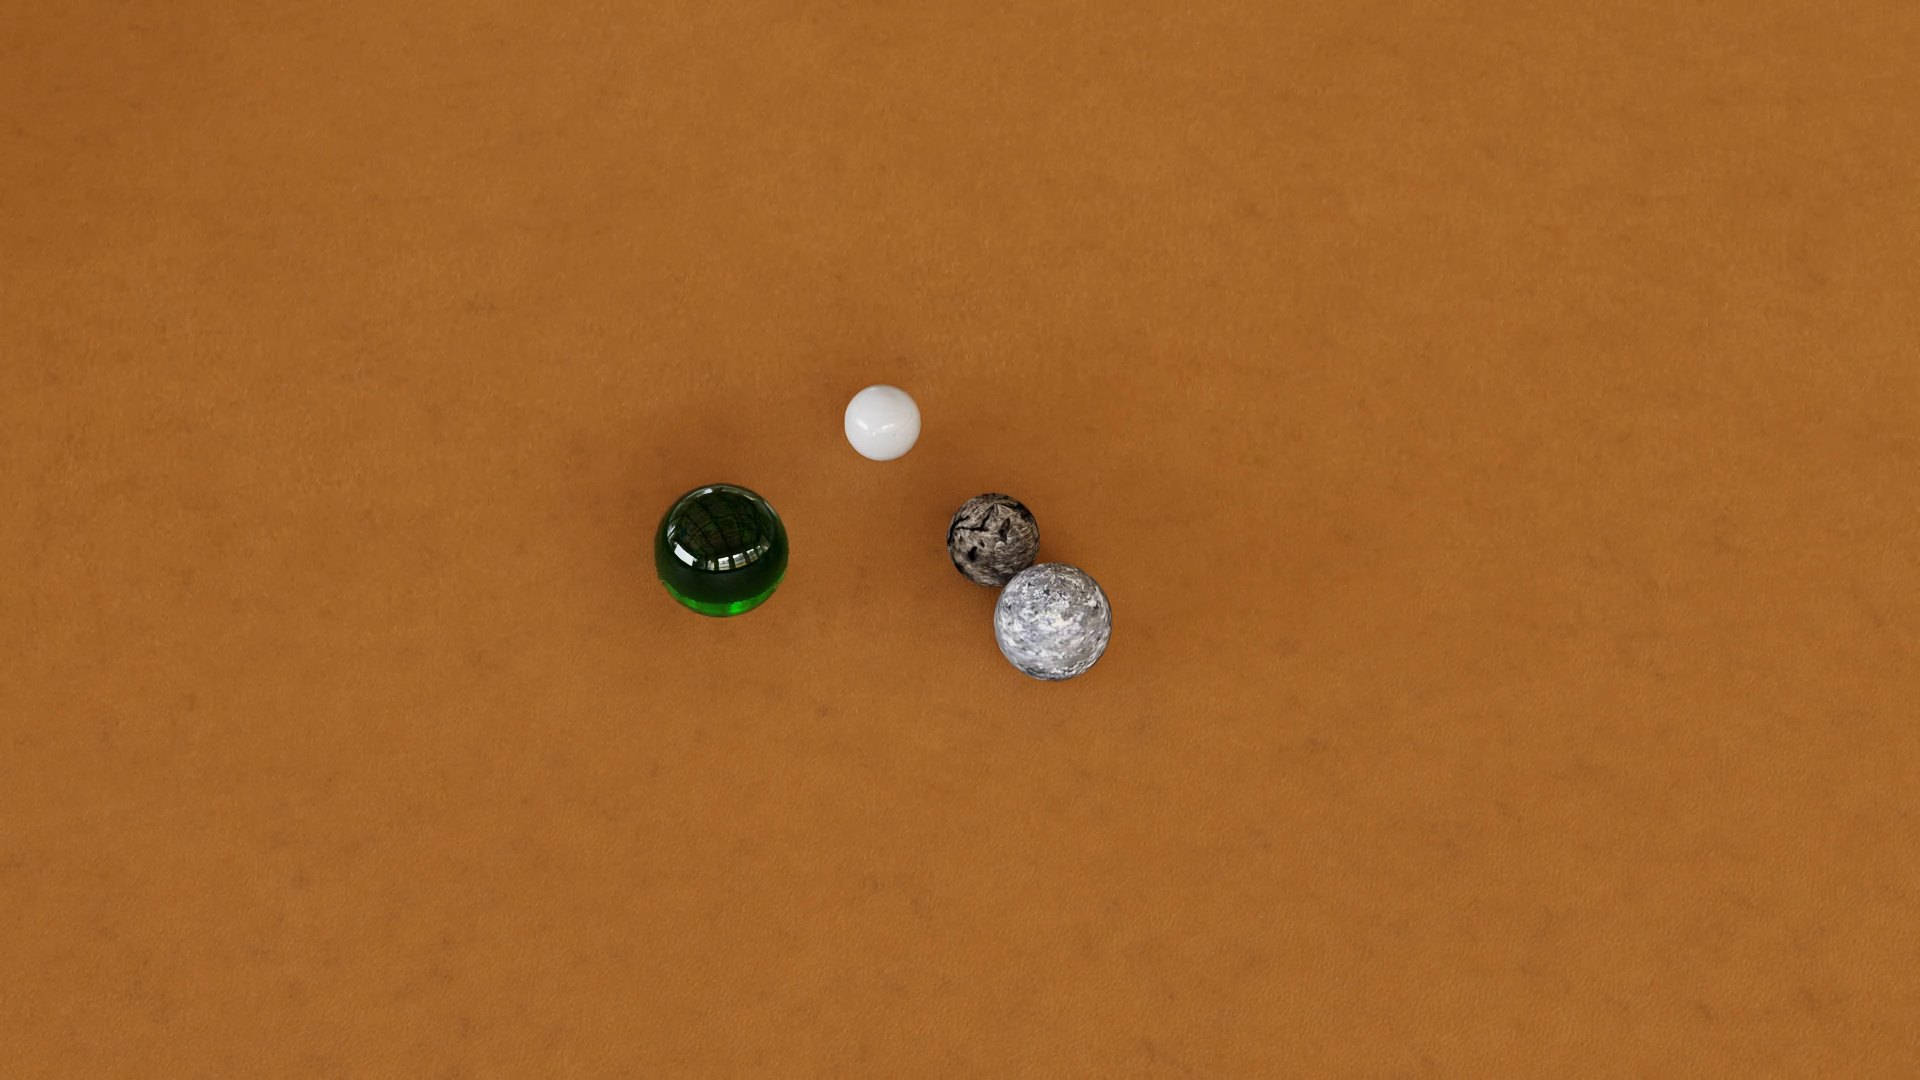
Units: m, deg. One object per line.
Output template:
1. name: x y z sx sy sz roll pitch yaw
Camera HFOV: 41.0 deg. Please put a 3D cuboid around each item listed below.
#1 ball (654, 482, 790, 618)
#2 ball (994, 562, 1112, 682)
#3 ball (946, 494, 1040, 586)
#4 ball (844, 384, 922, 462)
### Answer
1. ball: -0.147 0.006 1.577 0.083 0.083 0.083 0 36 0
2. ball: 0.056 0.049 1.530 0.071 0.071 0.071 0 36 0
3. ball: 0.021 0.000 1.606 0.059 0.059 0.059 0 36 0
4. ball: -0.052 -0.079 1.719 0.052 0.052 0.052 0 36 0
